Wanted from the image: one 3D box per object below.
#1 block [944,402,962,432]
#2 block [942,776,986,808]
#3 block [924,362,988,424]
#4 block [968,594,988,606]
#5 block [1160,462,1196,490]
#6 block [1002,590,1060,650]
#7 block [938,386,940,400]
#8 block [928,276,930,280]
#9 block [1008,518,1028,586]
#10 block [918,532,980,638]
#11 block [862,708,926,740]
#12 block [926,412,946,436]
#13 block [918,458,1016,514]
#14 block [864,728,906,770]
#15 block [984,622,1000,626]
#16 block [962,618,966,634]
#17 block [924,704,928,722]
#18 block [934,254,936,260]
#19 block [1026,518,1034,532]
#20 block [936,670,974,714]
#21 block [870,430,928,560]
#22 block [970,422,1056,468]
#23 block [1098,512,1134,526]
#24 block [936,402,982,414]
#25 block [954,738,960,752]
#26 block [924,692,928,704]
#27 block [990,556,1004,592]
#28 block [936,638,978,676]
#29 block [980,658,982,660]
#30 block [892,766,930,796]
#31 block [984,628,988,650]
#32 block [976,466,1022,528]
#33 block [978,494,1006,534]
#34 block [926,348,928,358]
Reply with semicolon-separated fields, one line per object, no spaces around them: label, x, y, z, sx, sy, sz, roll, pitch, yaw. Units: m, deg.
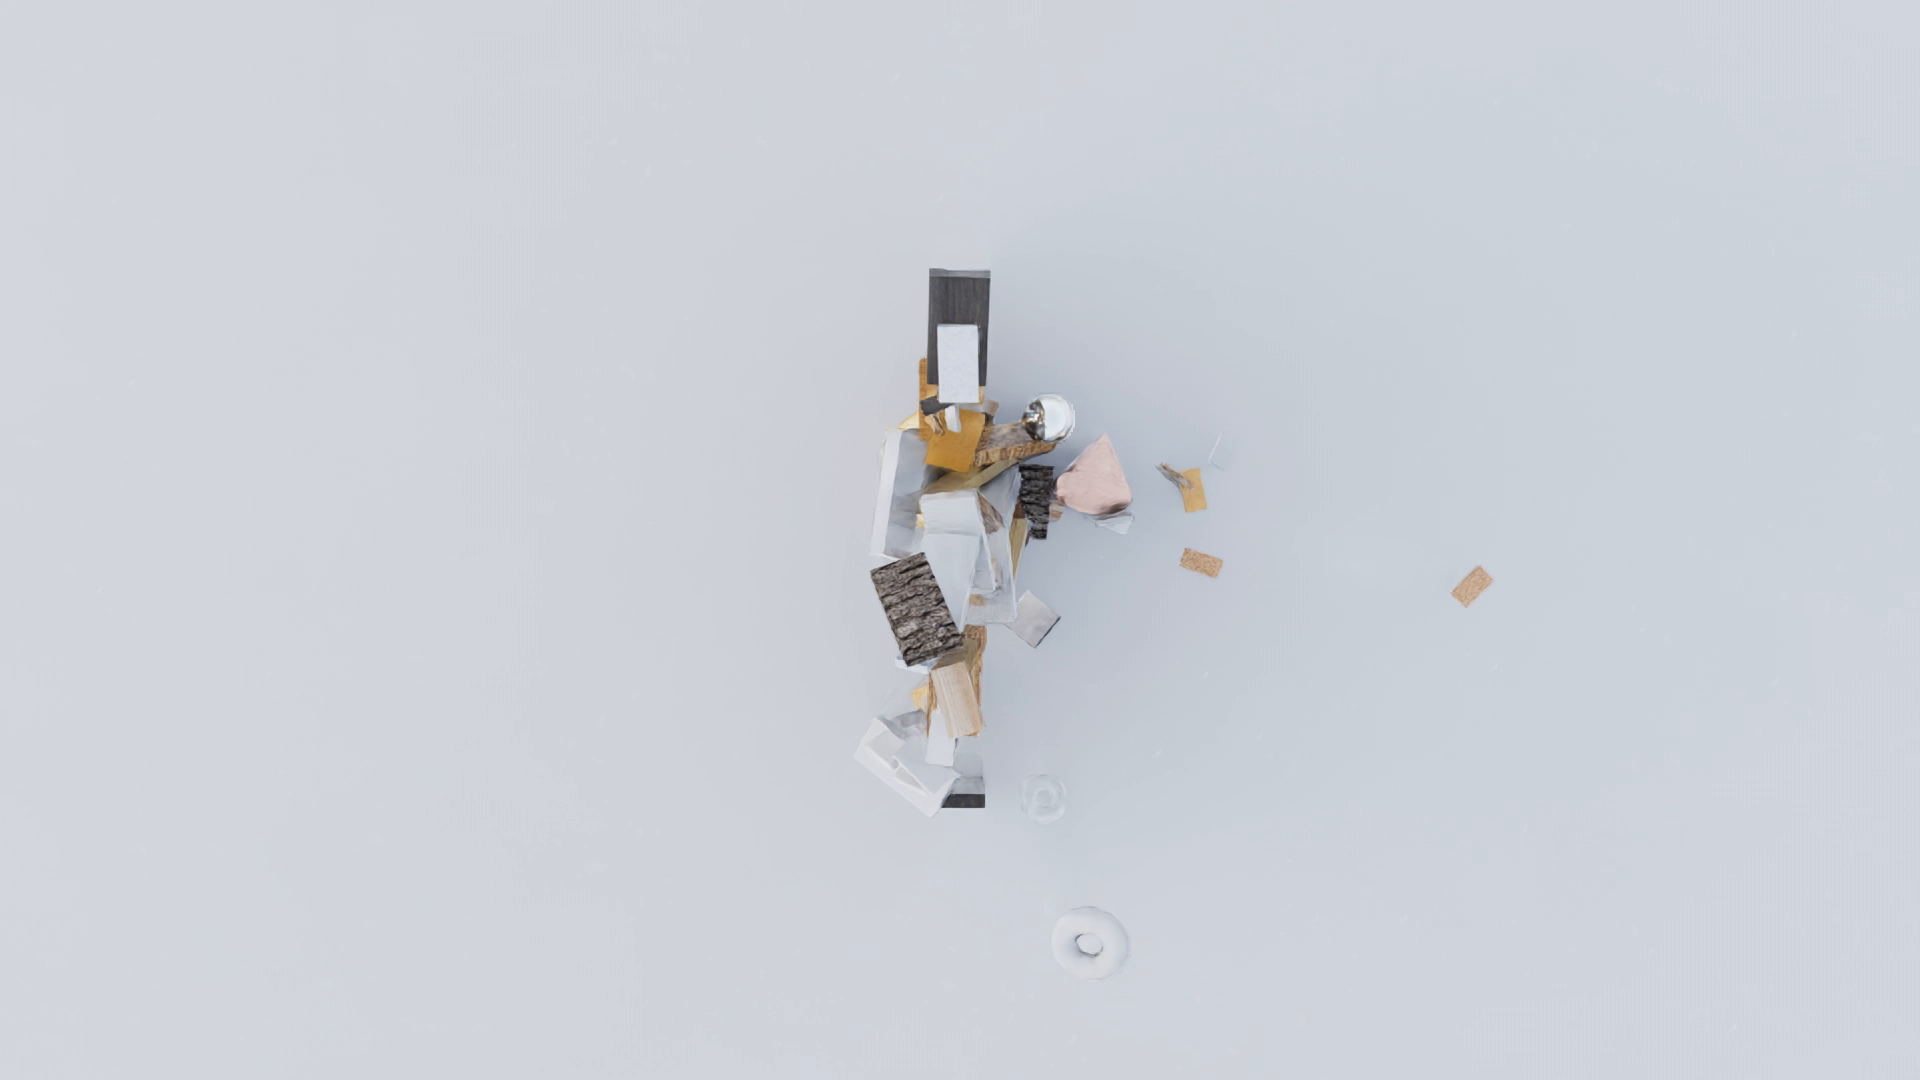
block;-0.021;-0.352;4.658;0.013;0.045;0.091;-26;121;-35
block;0.001;0.801;5.251;0.154;0.497;0.044;0;88;0
block;-0.015;-0.422;4.752;0.162;0.328;0.046;7;67;0
block;0.035;0.171;4.959;0.054;0.109;0.015;0;65;29
block;0.718;-0.210;5.445;0.126;0.057;0.016;40;100;21
block;0.234;0.261;5.433;0.135;0.135;0.135;39;90;0
block;-0.007;-0.397;4.430;0.102;0.204;0.029;0;91;-2
block;-0.003;-0.688;4.616;0.162;0.325;0.046;1;90;0
block;0.100;0.060;5.201;0.176;0.351;0.050;5;132;9
block;-0.049;0.120;4.470;0.155;0.044;0.311;4;53;12
block;-0.165;0.585;5.179;0.154;0.309;0.044;-36;77;26
block;-0.073;-0.340;4.700;0.013;0.045;0.091;-34;114;-20
block;0.004;-0.179;5.024;0.131;0.689;0.037;-6;102;22
block;-0.209;0.621;4.892;0.082;0.165;0.023;-35;119;-17
block;0.067;0.241;5.368;0.131;0.263;0.037;10;91;0
block;-0.012;0.231;4.770;0.054;0.172;0.015;3;65;1
block;-0.025;0.501;4.706;0.141;0.282;0.040;3;81;2
block;0.004;-0.811;5.161;0.157;0.677;0.044;0;90;0
block;0.117;0.024;5.433;0.134;0.038;0.268;30;111;0
block;-0.013;0.408;4.433;0.093;0.186;0.026;2;115;1
block;-0.170;-0.123;4.645;0.044;0.155;0.351;5;84;28
block;0.107;-0.306;5.243;0.155;0.524;0.044;25;112;29
block;0.512;-0.071;5.437;0.114;0.057;0.016;-9;103;13
block;-0.012;-0.330;4.860;0.131;0.263;0.037;8;67;-2
block;-0.040;0.538;4.449;0.070;0.140;0.020;4;106;6
block;-0.029;0.493;5.043;0.151;0.302;0.043;1;90;1
block;0.038;0.095;4.826;0.154;0.308;0.044;4;79;8
block;-0.008;0.316;4.435;0.093;0.186;0.026;7;113;4
block;-0.011;0.310;4.709;0.141;0.282;0.040;5;84;3
block;-0.121;0.698;4.872;0.082;0.165;0.023;-48;123;-20
block;0.004;0.301;5.047;0.151;0.302;0.043;2;92;2
block;0.084;-0.118;5.132;0.176;0.351;0.050;-12;114;15
block;0.018;-0.060;4.752;0.154;0.308;0.044;-20;74;10
block;-0.021;-0.523;4.978;0.155;0.311;0.044;6;80;1
